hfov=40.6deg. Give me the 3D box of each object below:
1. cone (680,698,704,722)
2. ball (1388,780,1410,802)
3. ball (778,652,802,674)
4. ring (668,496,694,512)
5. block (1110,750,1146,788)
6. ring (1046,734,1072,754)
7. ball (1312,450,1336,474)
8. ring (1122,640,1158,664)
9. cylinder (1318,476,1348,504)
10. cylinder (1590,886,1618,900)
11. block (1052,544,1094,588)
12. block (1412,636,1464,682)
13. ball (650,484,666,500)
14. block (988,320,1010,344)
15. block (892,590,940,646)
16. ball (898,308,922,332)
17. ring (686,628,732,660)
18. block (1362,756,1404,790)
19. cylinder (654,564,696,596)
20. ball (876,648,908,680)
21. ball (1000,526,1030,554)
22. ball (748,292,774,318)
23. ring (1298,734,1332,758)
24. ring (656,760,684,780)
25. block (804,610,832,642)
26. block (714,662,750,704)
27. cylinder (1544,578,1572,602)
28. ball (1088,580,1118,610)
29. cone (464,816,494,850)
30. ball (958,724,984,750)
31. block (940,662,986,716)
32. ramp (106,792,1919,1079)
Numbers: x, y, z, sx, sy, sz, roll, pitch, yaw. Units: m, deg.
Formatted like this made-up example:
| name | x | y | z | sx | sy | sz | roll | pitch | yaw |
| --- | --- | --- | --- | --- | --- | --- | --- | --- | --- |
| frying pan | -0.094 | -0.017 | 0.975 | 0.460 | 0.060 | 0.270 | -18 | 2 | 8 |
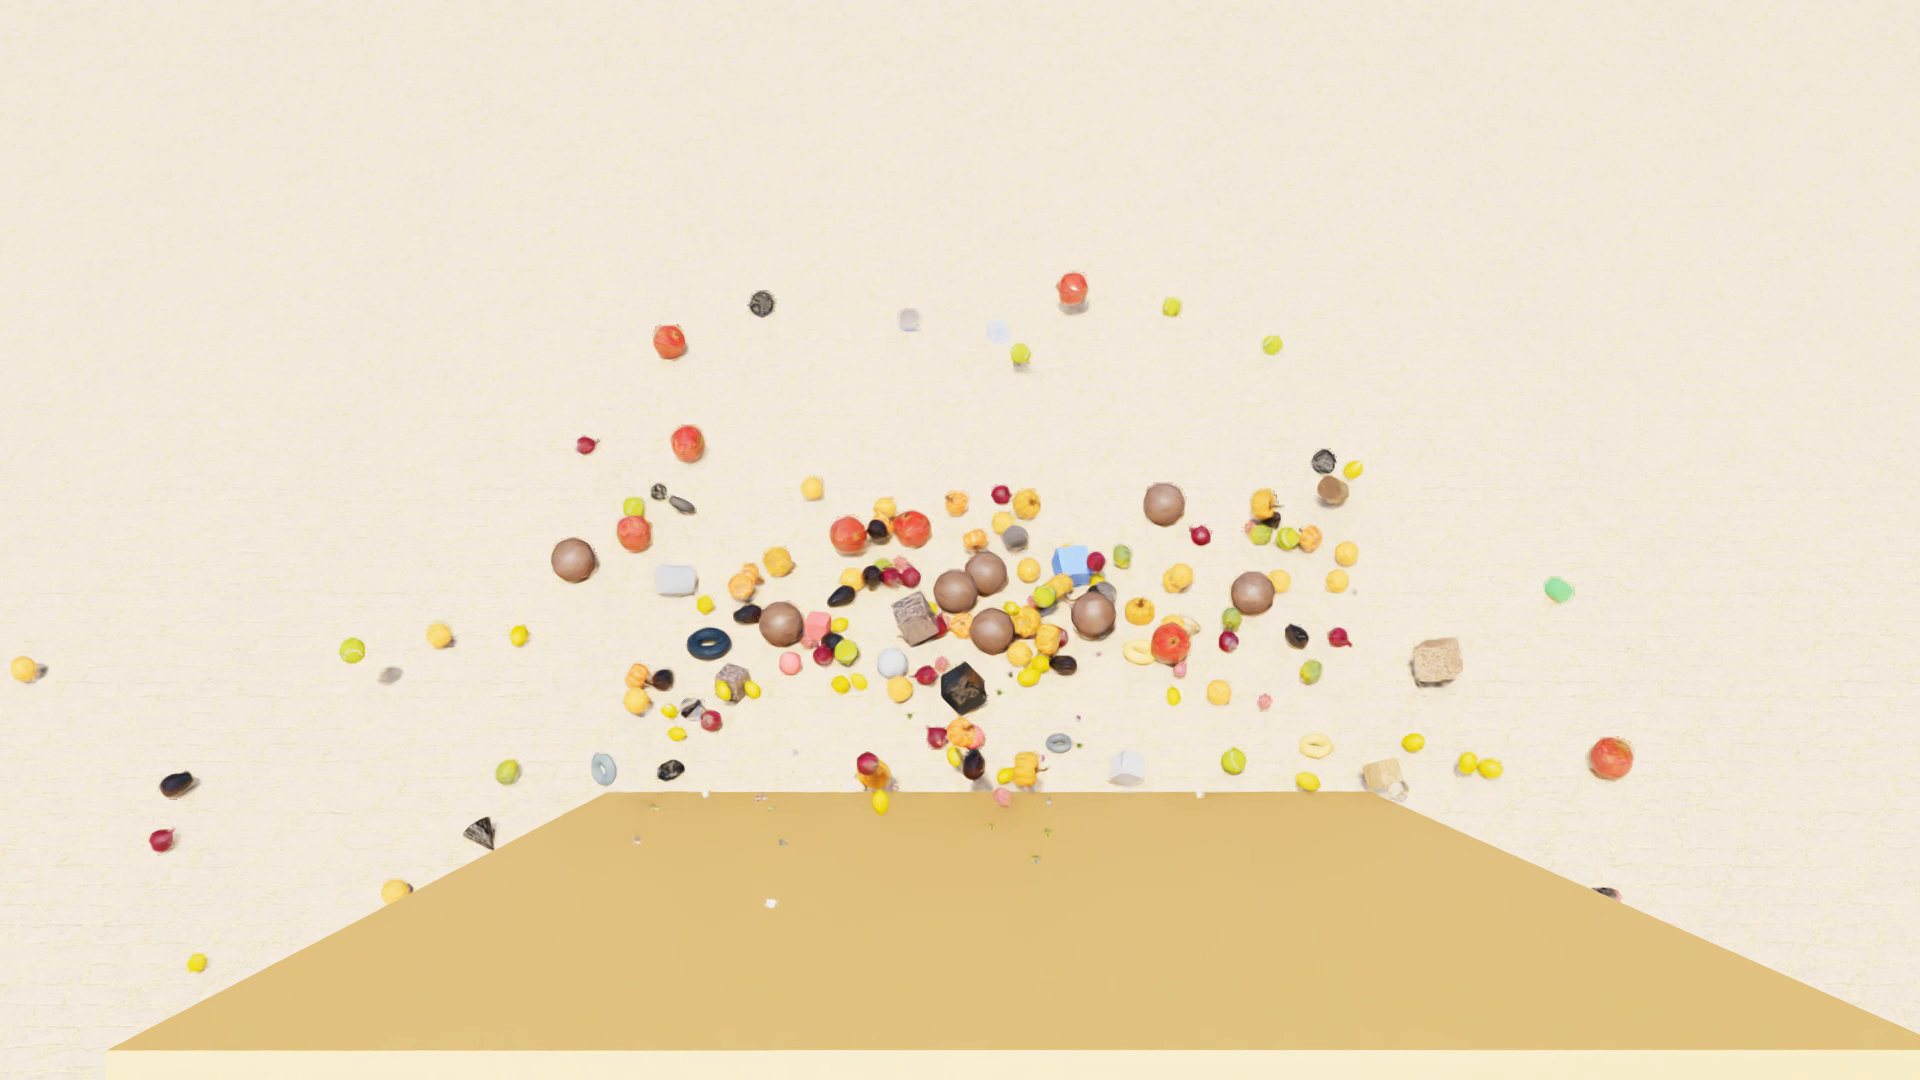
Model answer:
| name | x | y | z | sx | sy | sz | roll | pitch | yaw |
| --- | --- | --- | --- | --- | --- | --- | --- | --- | --- |
| cone | -0.726 | 0.454 | 7.154 | 0.072 | 0.072 | 0.072 | 12 | 62 | -24 |
| ball | 1.105 | 0.632 | 6.535 | 0.053 | 0.053 | 0.053 | 0 | 34 | 0 |
| ball | -0.481 | 0.348 | 7.347 | 0.067 | 0.067 | 0.067 | 0 | 34 | 0 |
| ring | -0.858 | -0.110 | 8.001 | 0.087 | 0.029 | 0.087 | 25 | 5 | -2 |
| block | 0.446 | 0.608 | 6.914 | 0.066 | 0.066 | 0.066 | 21 | 56 | -23 |
| ring | 0.269 | 0.555 | 7.082 | 0.075 | 0.025 | 0.075 | -1 | 35 | 1 |
| ball | 1.150 | -0.247 | 8.209 | 0.077 | 0.077 | 0.077 | 0 | 34 | 0 |
| ring | 0.516 | 0.319 | 7.416 | 0.105 | 0.035 | 0.105 | 3 | 31 | -2 |
| cylinder | 1.149 | -0.154 | 7.995 | 0.076 | 0.076 | 0.076 | 23 | 2 | 30 |
| cylinder | 1.611 | 0.902 | 6.521 | 0.057 | 0.057 | 0.057 | -13 | 20 | 42 |
| block | 0.332 | 0.079 | 7.686 | 0.091 | 0.091 | 0.091 | -6 | 65 | -13 |
| block | 1.336 | 0.334 | 7.260 | 0.097 | 0.097 | 0.097 | -8 | 9 | 36 |
| ball | -0.939 | -0.149 | 8.089 | 0.052 | 0.052 | 0.052 | 0 | 34 | 0 |
| block | 0.132 | -0.714 | 8.912 | 0.058 | 0.058 | 0.058 | -17 | 38 | -24 |
| block | -0.128 | 0.224 | 7.433 | 0.094 | 0.094 | 0.094 | -26 | 41 | 7 |
| ball | -0.173 | -0.757 | 8.954 | 0.081 | 0.081 | 0.081 | 0 | 34 | 0 |
| ring | -0.721 | 0.298 | 7.441 | 0.131 | 0.044 | 0.131 | -1 | 35 | 1 |
| block | 1.113 | 0.614 | 6.827 | 0.068 | 0.068 | 0.068 | -12 | -8 | -31 |
| cylinder | -0.839 | 0.118 | 7.638 | 0.087 | 0.087 | 0.087 | 4 | 26 | -39 |
| ball | -0.192 | 0.348 | 7.327 | 0.090 | 0.090 | 0.090 | 0 | 34 | 0 |
| ball | 0.166 | -0.002 | 7.843 | 0.086 | 0.086 | 0.086 | 0 | 34 | 0 |
| ball | -0.690 | -0.821 | 9.041 | 0.090 | 0.090 | 0.090 | 0 | 34 | 0 |
| ring | 0.968 | 0.560 | 7.069 | 0.092 | 0.031 | 0.092 | 0 | 34 | 0 |
| ring | -0.779 | 0.619 | 6.978 | 0.079 | 0.026 | 0.079 | -12 | 27 | 6 |
| block | -0.409 | 0.251 | 7.494 | 0.062 | 0.062 | 0.062 | 7 | 35 | 10 |
| block | -0.636 | 0.400 | 7.268 | 0.071 | 0.071 | 0.071 | 16 | 37 | 22 |
| cylinder | 1.762 | 0.147 | 7.640 | 0.057 | 0.057 | 0.057 | -18 | 33 | -24 |
| ball | 0.420 | 0.162 | 7.604 | 0.084 | 0.084 | 0.084 | 0 | 34 | 0 |
| cone | -1.233 | 0.777 | 6.744 | 0.083 | 0.083 | 0.083 | -27 | 69 | -34 |
| ball | 0.031 | 0.536 | 7.069 | 0.070 | 0.070 | 0.070 | 0 | 34 | 0 |
| block | 0.009 | 0.413 | 7.197 | 0.090 | 0.090 | 0.090 | -32 | 29 | 16 |
| ramp | 0.076 | 0.656 | 4.805 | 2.000 | 0.100 | 4.000 | 0 | -2 | 0 |
